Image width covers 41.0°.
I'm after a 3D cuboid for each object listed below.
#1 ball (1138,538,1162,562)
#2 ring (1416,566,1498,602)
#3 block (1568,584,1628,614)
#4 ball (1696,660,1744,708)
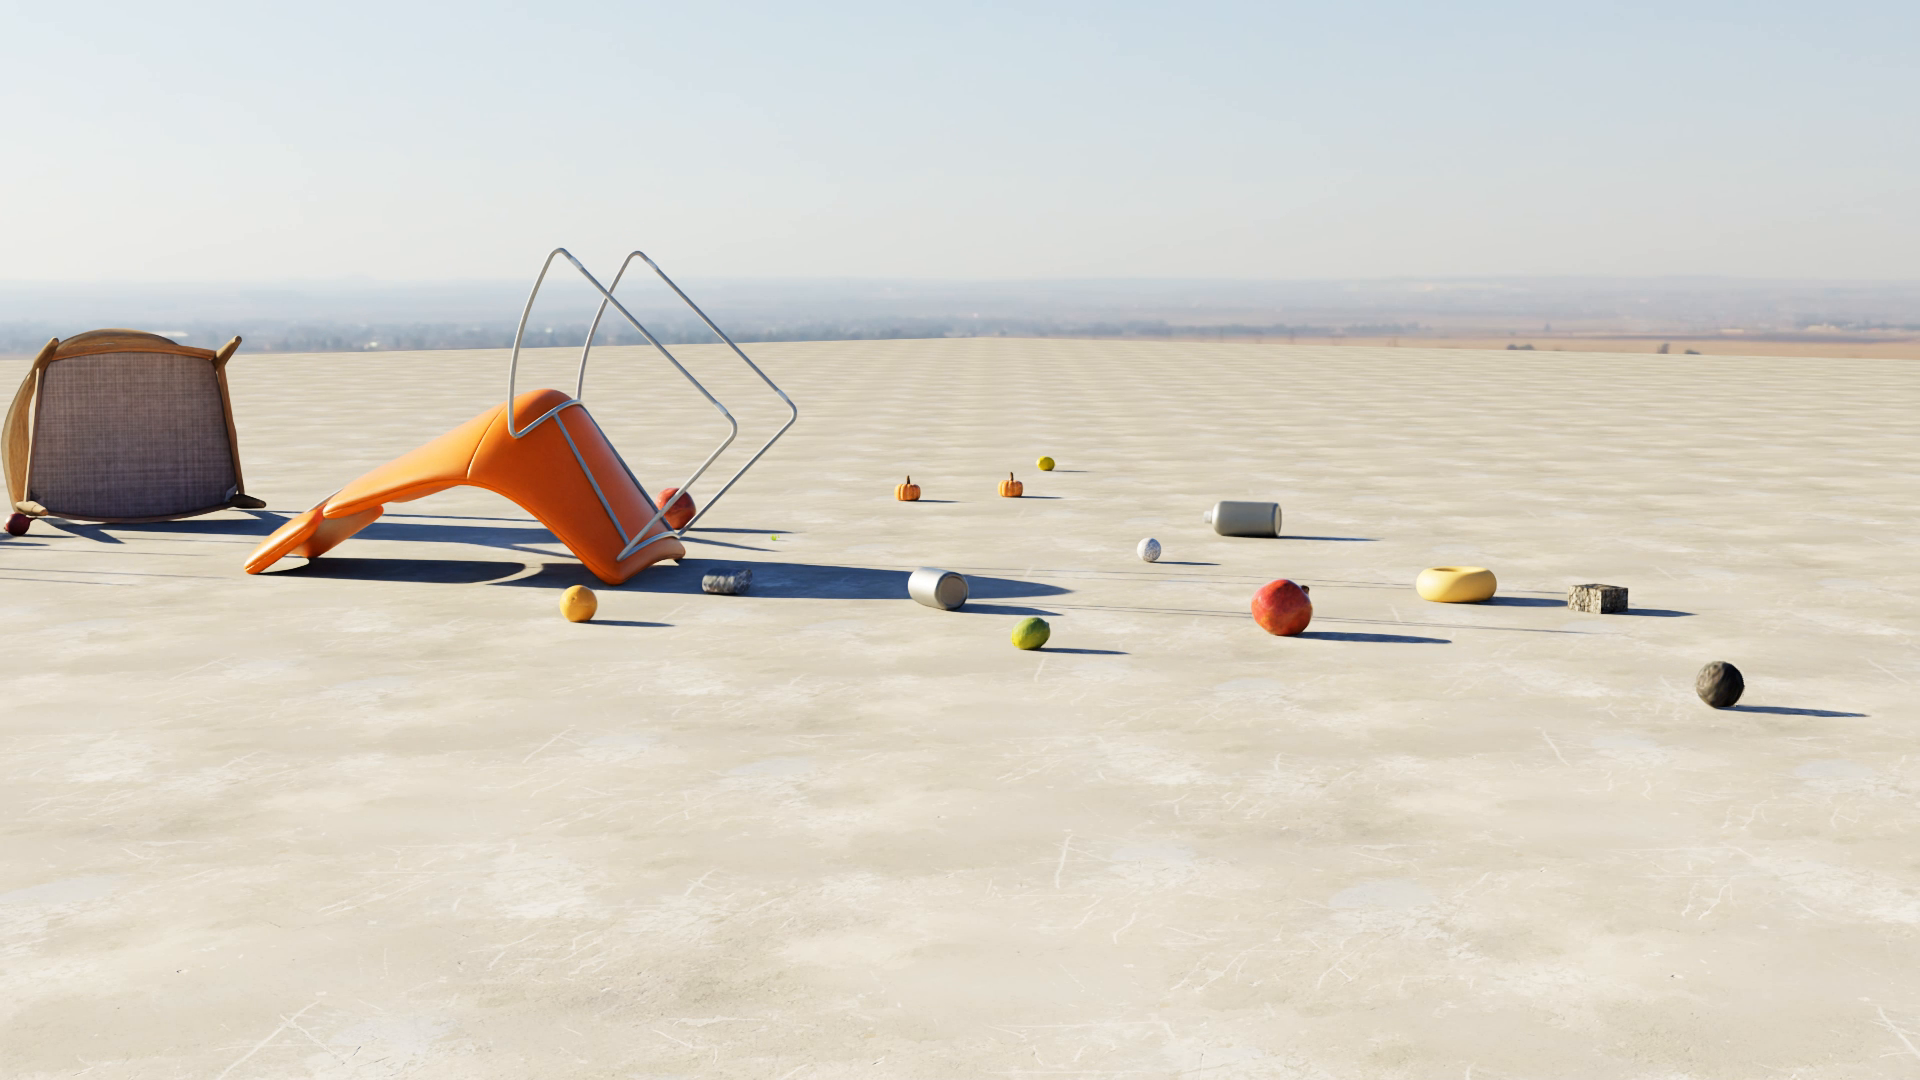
[{"bbox_3d":[0.437,0.023,5.916,0.057,0.057,0.057,0,6,0],"label":"ball"},{"bbox_3d":[1.013,0.091,5.232,0.162,0.063,0.160,-3,6,-16],"label":"ring"},{"bbox_3d":[1.259,0.116,5.060,0.076,0.047,0.086,-4,7,-32],"label":"block"},{"bbox_3d":[1.161,0.221,3.920,0.072,0.072,0.072,0,6,0],"label":"ball"}]
